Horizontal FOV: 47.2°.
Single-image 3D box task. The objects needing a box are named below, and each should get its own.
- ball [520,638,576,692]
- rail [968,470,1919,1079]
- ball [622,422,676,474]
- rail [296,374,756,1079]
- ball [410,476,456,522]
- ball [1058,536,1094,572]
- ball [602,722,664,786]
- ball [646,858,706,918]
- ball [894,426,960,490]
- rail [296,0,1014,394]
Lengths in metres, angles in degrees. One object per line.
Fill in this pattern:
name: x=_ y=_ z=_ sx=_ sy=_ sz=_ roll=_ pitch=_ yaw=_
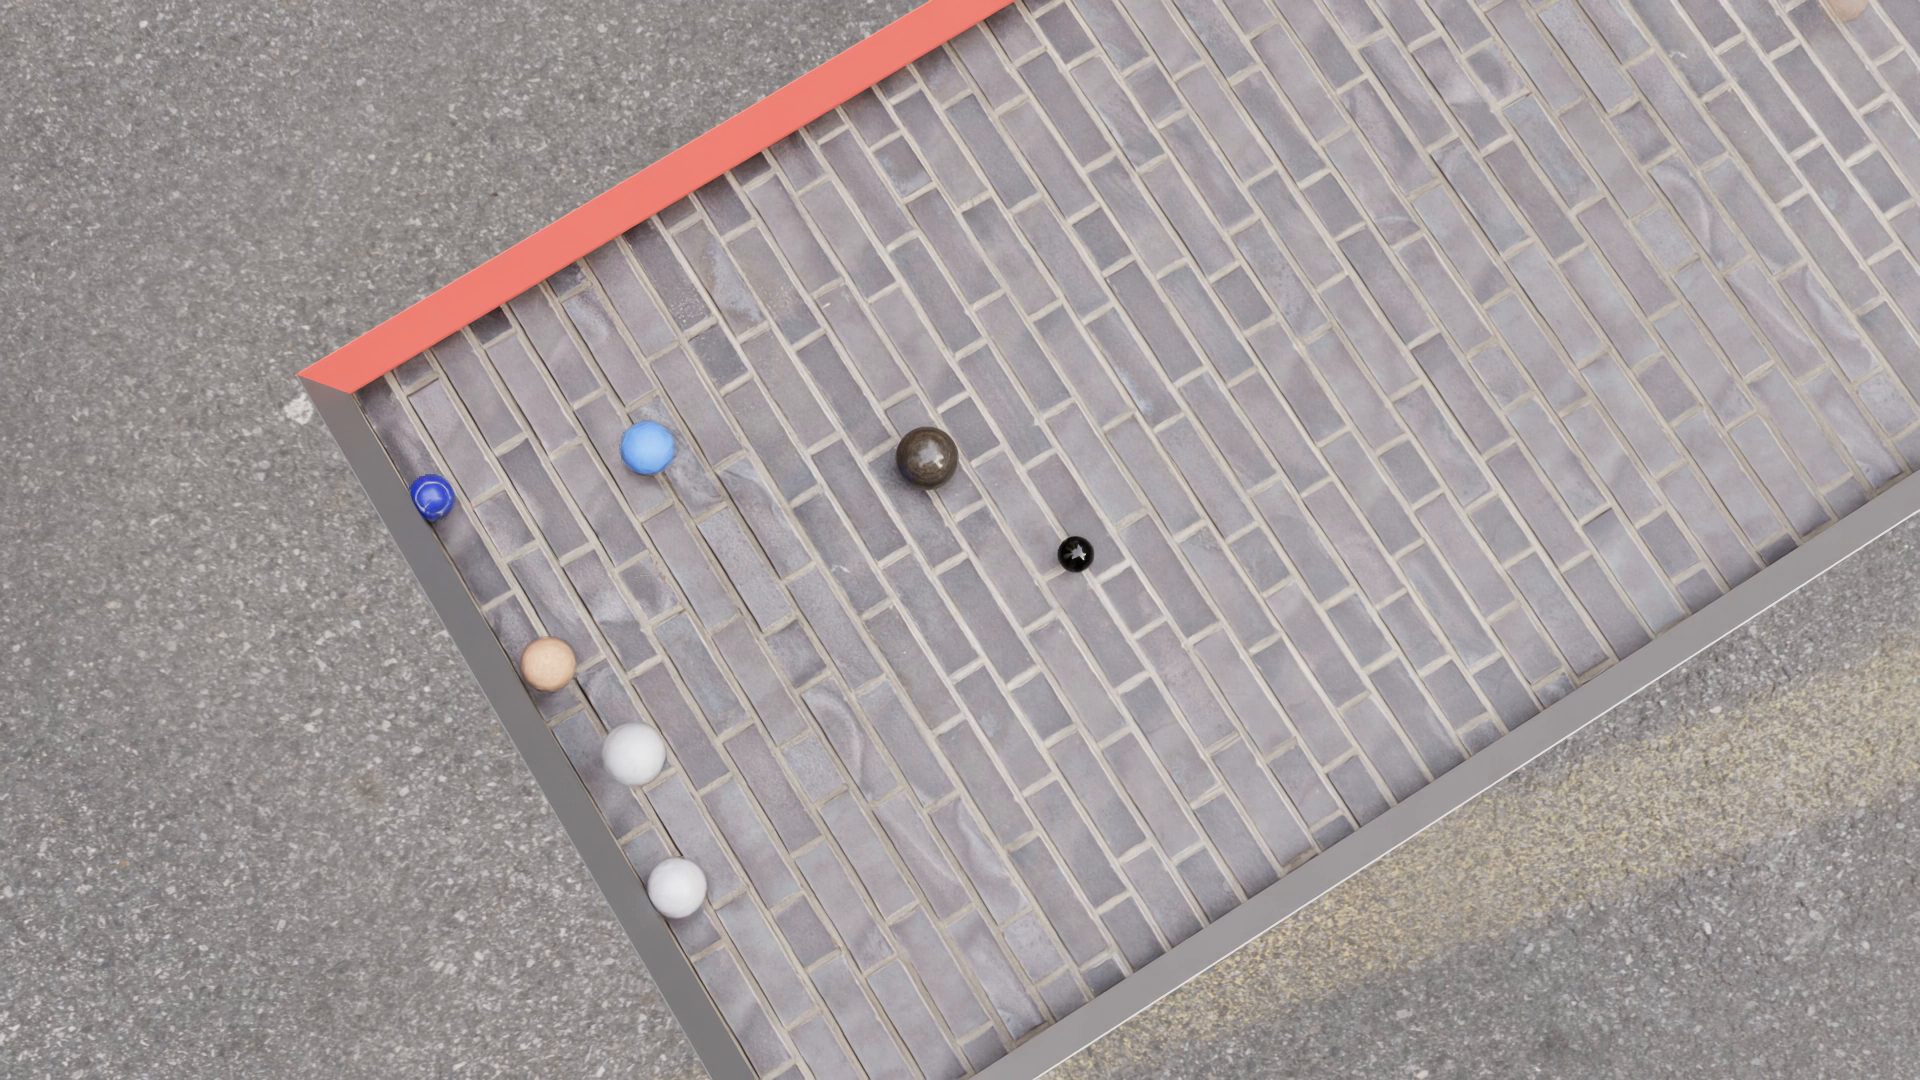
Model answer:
ball: x=-0.607 y=0.184 z=3.243 sx=0.080 sy=0.080 sz=0.080 roll=0 pitch=80 yaw=0
rail: x=0.964 y=0.205 z=3.216 sx=2.822 sy=0.124 sz=0.045 roll=-32 pitch=82 yaw=-5
ball: x=-0.467 y=-0.137 z=3.298 sx=0.080 sy=0.080 sz=0.080 roll=0 pitch=80 yaw=0
rail: x=-0.578 y=0.352 z=3.192 sx=0.045 sy=0.124 sz=1.429 roll=-32 pitch=82 yaw=-5
ball: x=-0.790 y=-0.062 z=3.291 sx=0.068 sy=0.068 sz=0.068 roll=0 pitch=80 yaw=0
ball: x=0.173 y=0.022 z=3.284 sx=0.055 sy=0.055 sz=0.055 roll=0 pitch=80 yaw=0
ball: x=-0.478 y=0.313 z=3.216 sx=0.092 sy=0.092 sz=0.092 roll=0 pitch=80 yaw=0
ball: x=-0.410 y=0.504 z=3.186 sx=0.086 sy=0.086 sz=0.086 roll=0 pitch=80 yaw=0
ball: x=-0.049 y=-0.122 z=3.287 sx=0.096 sy=0.096 sz=0.096 roll=0 pitch=80 yaw=0
rail: x=0.233 y=-0.950 z=3.412 sx=2.822 sy=0.124 sz=0.045 roll=-32 pitch=82 yaw=-5
